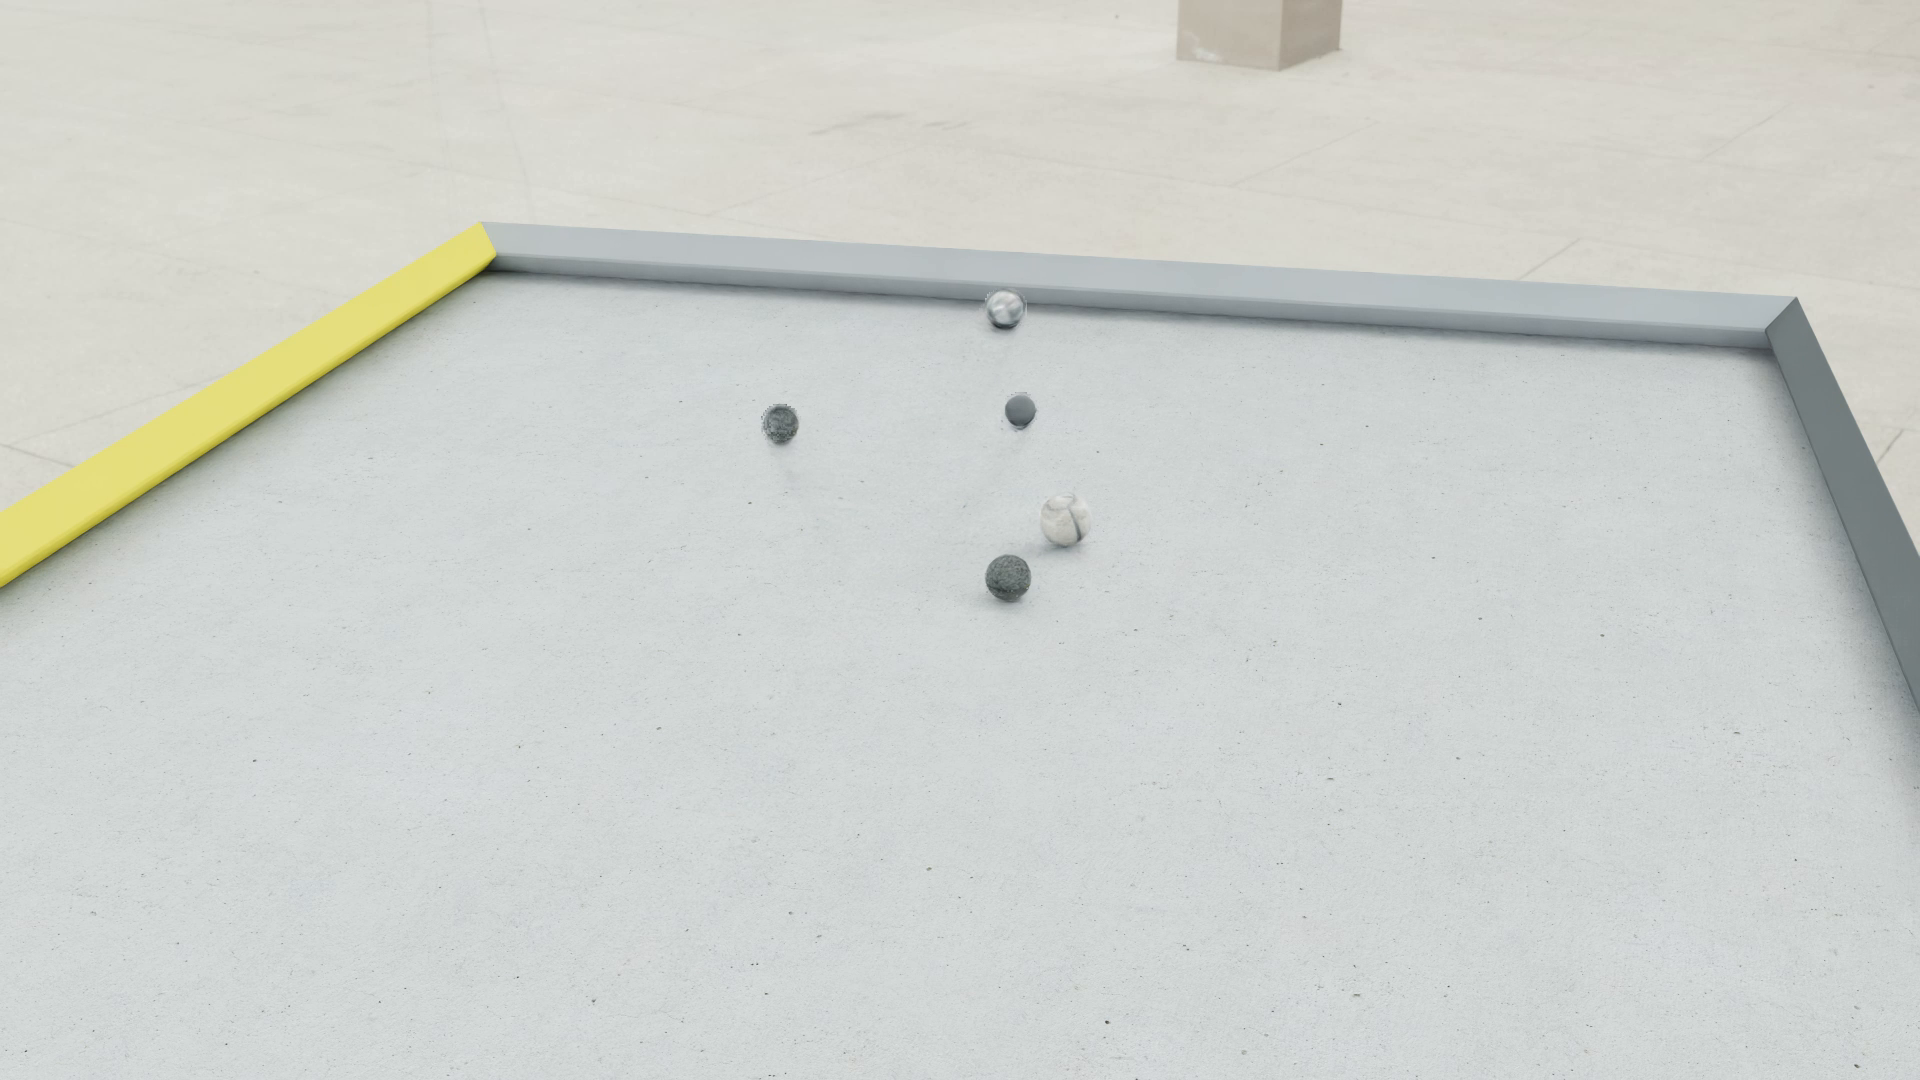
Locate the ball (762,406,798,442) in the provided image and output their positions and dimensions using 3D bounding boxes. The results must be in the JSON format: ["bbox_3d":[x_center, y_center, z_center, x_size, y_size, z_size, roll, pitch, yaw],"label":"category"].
[{"bbox_3d":[-0.237,-0.153,2.908,0.048,0.048,0.048,0,23,0],"label":"ball"}]

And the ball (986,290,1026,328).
[{"bbox_3d":[0.070,-0.354,3.372,0.060,0.060,0.060,0,23,0],"label":"ball"}]

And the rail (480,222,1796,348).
[{"bbox_3d":[0.215,-0.399,3.449,2.085,0.081,0.045,5,23,11],"label":"rail"}]

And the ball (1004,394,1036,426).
[{"bbox_3d":[0.082,-0.175,2.968,0.042,0.042,0.042,0,23,0],"label":"ball"}]

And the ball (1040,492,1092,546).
[{"bbox_3d":[0.124,-0.024,2.583,0.063,0.063,0.063,0,23,0],"label":"ball"}]

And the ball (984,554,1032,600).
[{"bbox_3d":[0.054,0.042,2.439,0.052,0.052,0.052,0,23,0],"label":"ball"}]

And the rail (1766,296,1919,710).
[{"bbox_3d":[0.776,0.462,1.398,0.045,0.081,4.156,5,23,11],"label":"rail"}]

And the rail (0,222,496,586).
[{"bbox_3d":[-1.216,0.295,1.796,0.045,0.081,4.156,5,23,11],"label":"rail"}]
